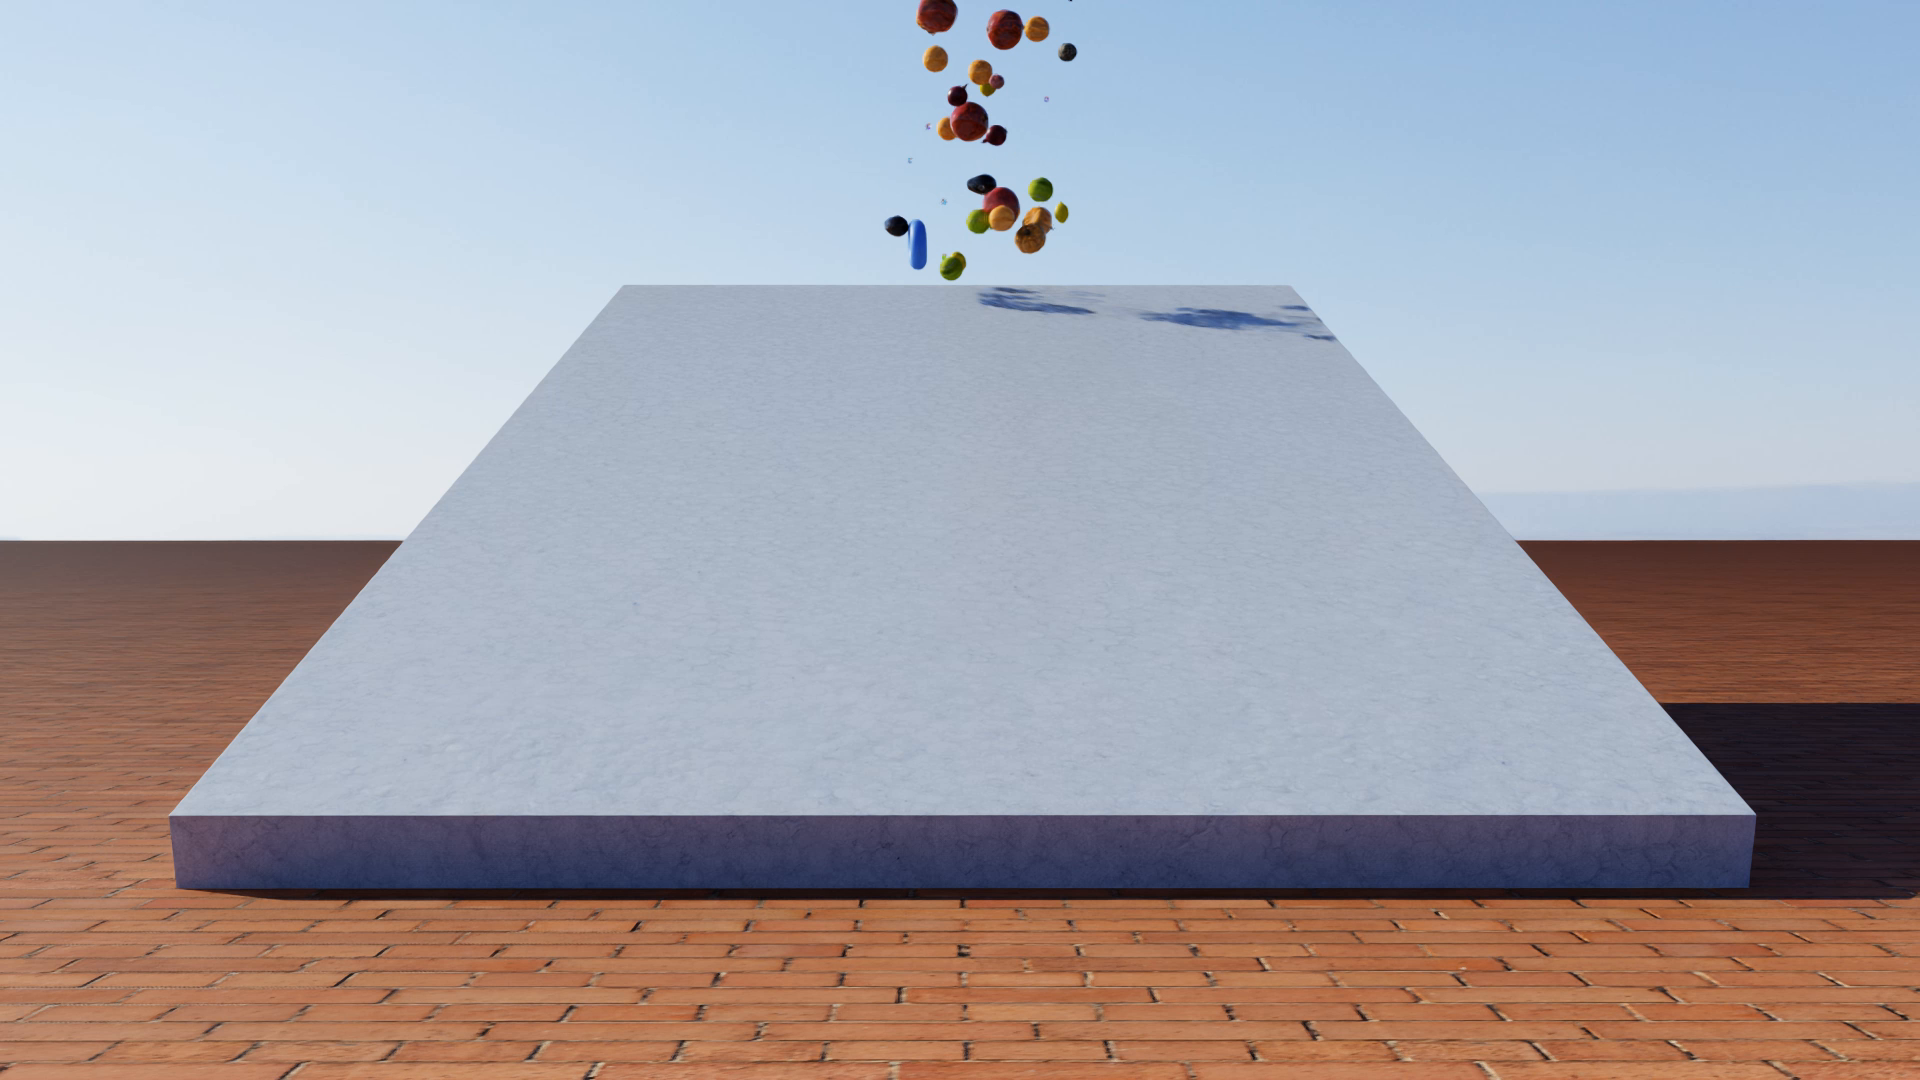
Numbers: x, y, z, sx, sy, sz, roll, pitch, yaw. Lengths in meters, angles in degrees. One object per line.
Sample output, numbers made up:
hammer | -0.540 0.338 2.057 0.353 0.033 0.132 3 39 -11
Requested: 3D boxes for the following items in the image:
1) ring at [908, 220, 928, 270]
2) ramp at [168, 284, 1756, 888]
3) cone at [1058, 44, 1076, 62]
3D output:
ring | -0.124 -0.856 6.399 0.048 0.145 0.145 -3 0 -5
ramp | -0.002 -0.161 4.717 2.000 0.100 4.000 0 16 0
cone | 0.299 -1.383 6.224 0.054 0.054 0.054 0 -6 11
